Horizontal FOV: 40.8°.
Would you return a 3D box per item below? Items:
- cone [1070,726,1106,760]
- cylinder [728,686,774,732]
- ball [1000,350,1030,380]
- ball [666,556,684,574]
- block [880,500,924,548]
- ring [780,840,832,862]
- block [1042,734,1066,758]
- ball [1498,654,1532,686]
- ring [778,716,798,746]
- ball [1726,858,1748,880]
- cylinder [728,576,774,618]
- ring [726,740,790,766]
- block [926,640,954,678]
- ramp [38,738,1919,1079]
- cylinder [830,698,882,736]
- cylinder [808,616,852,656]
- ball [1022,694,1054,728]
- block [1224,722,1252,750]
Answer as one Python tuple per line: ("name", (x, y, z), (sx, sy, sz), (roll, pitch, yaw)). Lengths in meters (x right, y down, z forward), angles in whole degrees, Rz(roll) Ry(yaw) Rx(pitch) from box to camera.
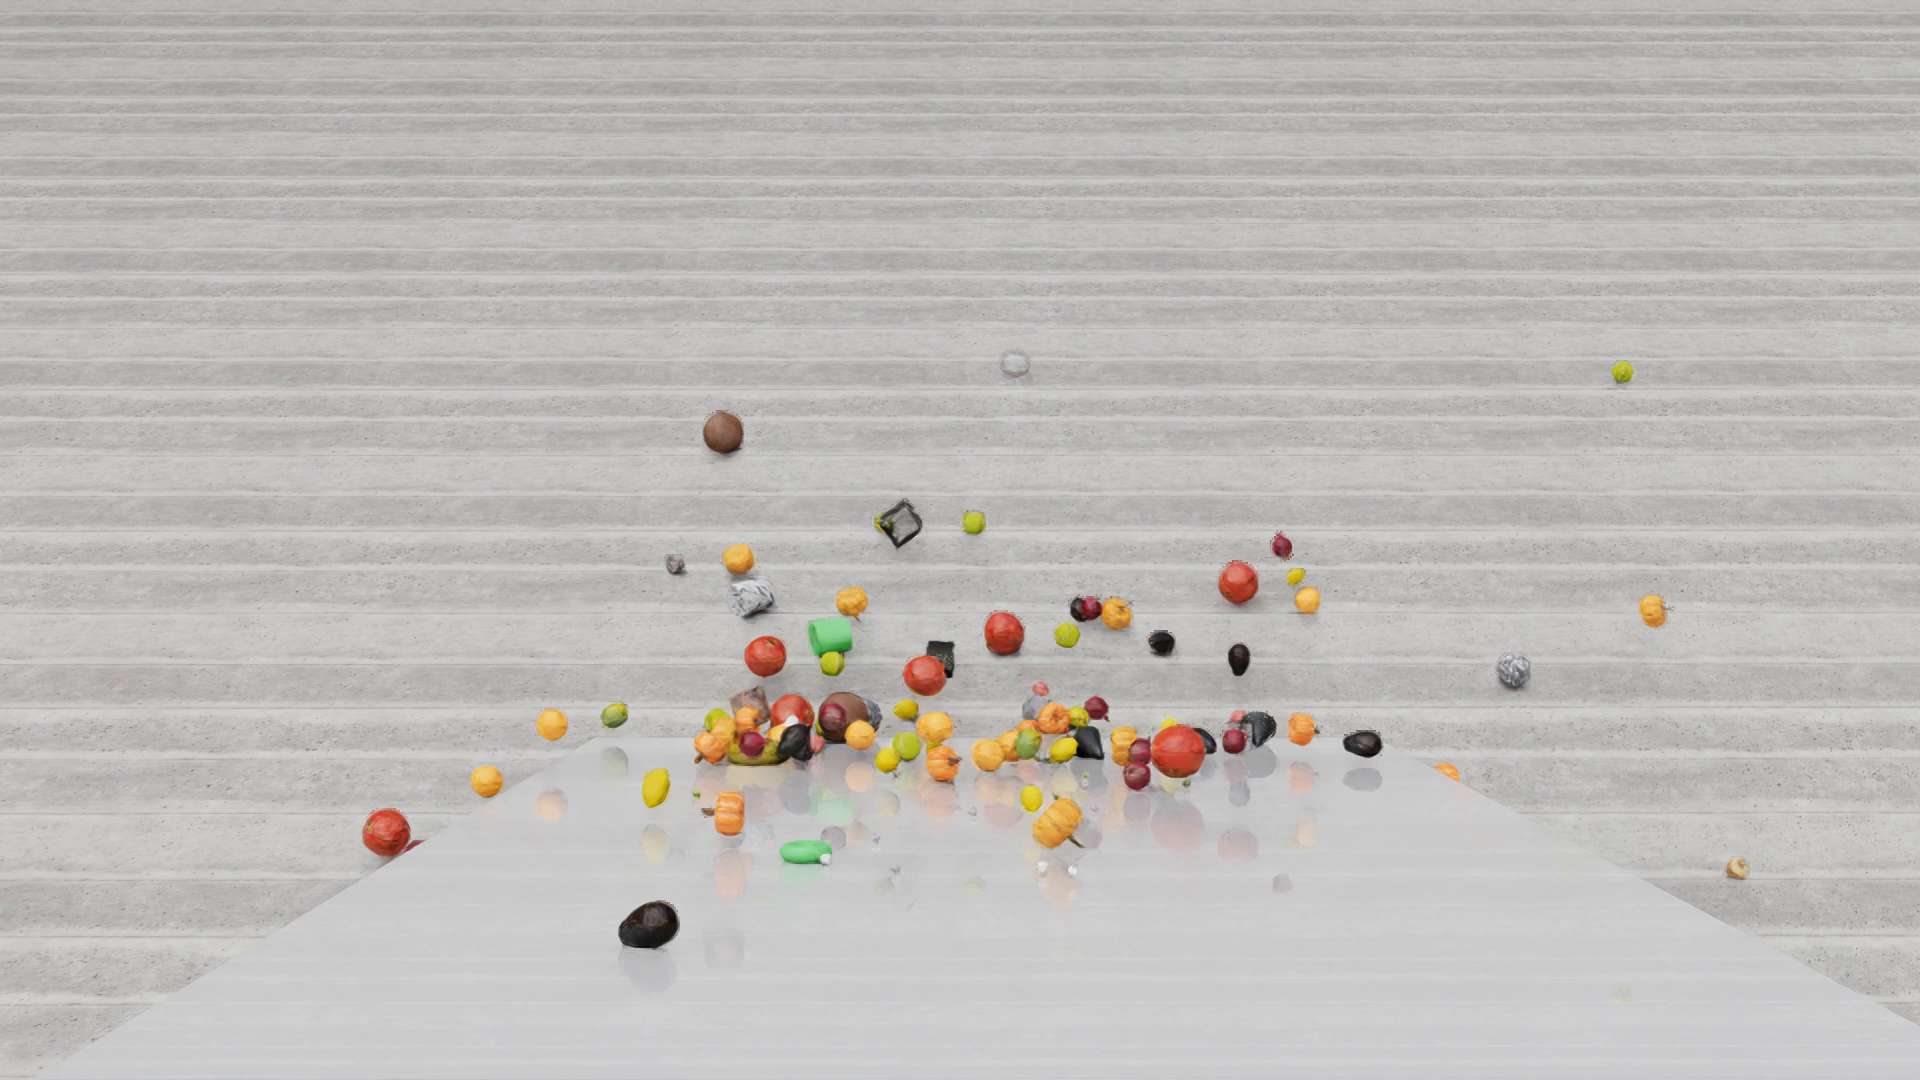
("cone", (0.315, 0.492, 6.044), (0.085, 0.085, 0.085), (-17, 37, -29))
("cylinder", (-0.523, 0.421, 6.460), (0.090, 0.090, 0.090), (-20, -1, 0))
("ball", (0.186, -0.589, 8.720), (0.098, 0.098, 0.098), (0, 28, 0))
("ball", (-0.833, 0.071, 7.549), (0.054, 0.054, 0.054), (0, 28, 0))
("block", (-0.173, -0.048, 7.646), (0.090, 0.090, 0.090), (-34, 15, 13))
("ring", (-0.253, 0.514, 4.261), (0.087, 0.029, 0.087), (0, 2, 0))
("block", (0.221, 0.481, 6.031), (0.054, 0.054, 0.054), (0, -8, 5))
("ball", (1.500, 0.352, 6.993), (0.090, 0.090, 0.090), (0, 28, 0))
("ring", (-0.415, 0.464, 6.234), (0.030, 0.089, 0.089), (21, 29, -3))
("ball", (1.872, 0.791, 6.223), (0.052, 0.052, 0.052), (0, 28, 0))
("cylinder", (-0.594, 0.160, 7.340), (0.094, 0.094, 0.094), (-21, 35, -33))
("ring", (-0.462, 0.489, 5.940), (0.148, 0.049, 0.148), (-1, 0, 0))
("block", (-0.054, 0.325, 7.063), (0.071, 0.071, 0.071), (3, 29, 6))
("ramp", (0.064, 0.575, 4.618), (2.000, 0.100, 4.000), (0, 1, 0))
("cylinder", (-0.267, 0.457, 6.655), (0.097, 0.097, 0.097), (14, 3, 24))
("cylinder", (-0.357, 0.266, 7.136), (0.095, 0.095, 0.095), (-10, 30, -18))
("ball", (0.206, 0.451, 6.813), (0.087, 0.087, 0.087), (0, 28, 0))
("block", (0.676, 0.477, 6.288), (0.064, 0.064, 0.064), (0, 1, 3))
